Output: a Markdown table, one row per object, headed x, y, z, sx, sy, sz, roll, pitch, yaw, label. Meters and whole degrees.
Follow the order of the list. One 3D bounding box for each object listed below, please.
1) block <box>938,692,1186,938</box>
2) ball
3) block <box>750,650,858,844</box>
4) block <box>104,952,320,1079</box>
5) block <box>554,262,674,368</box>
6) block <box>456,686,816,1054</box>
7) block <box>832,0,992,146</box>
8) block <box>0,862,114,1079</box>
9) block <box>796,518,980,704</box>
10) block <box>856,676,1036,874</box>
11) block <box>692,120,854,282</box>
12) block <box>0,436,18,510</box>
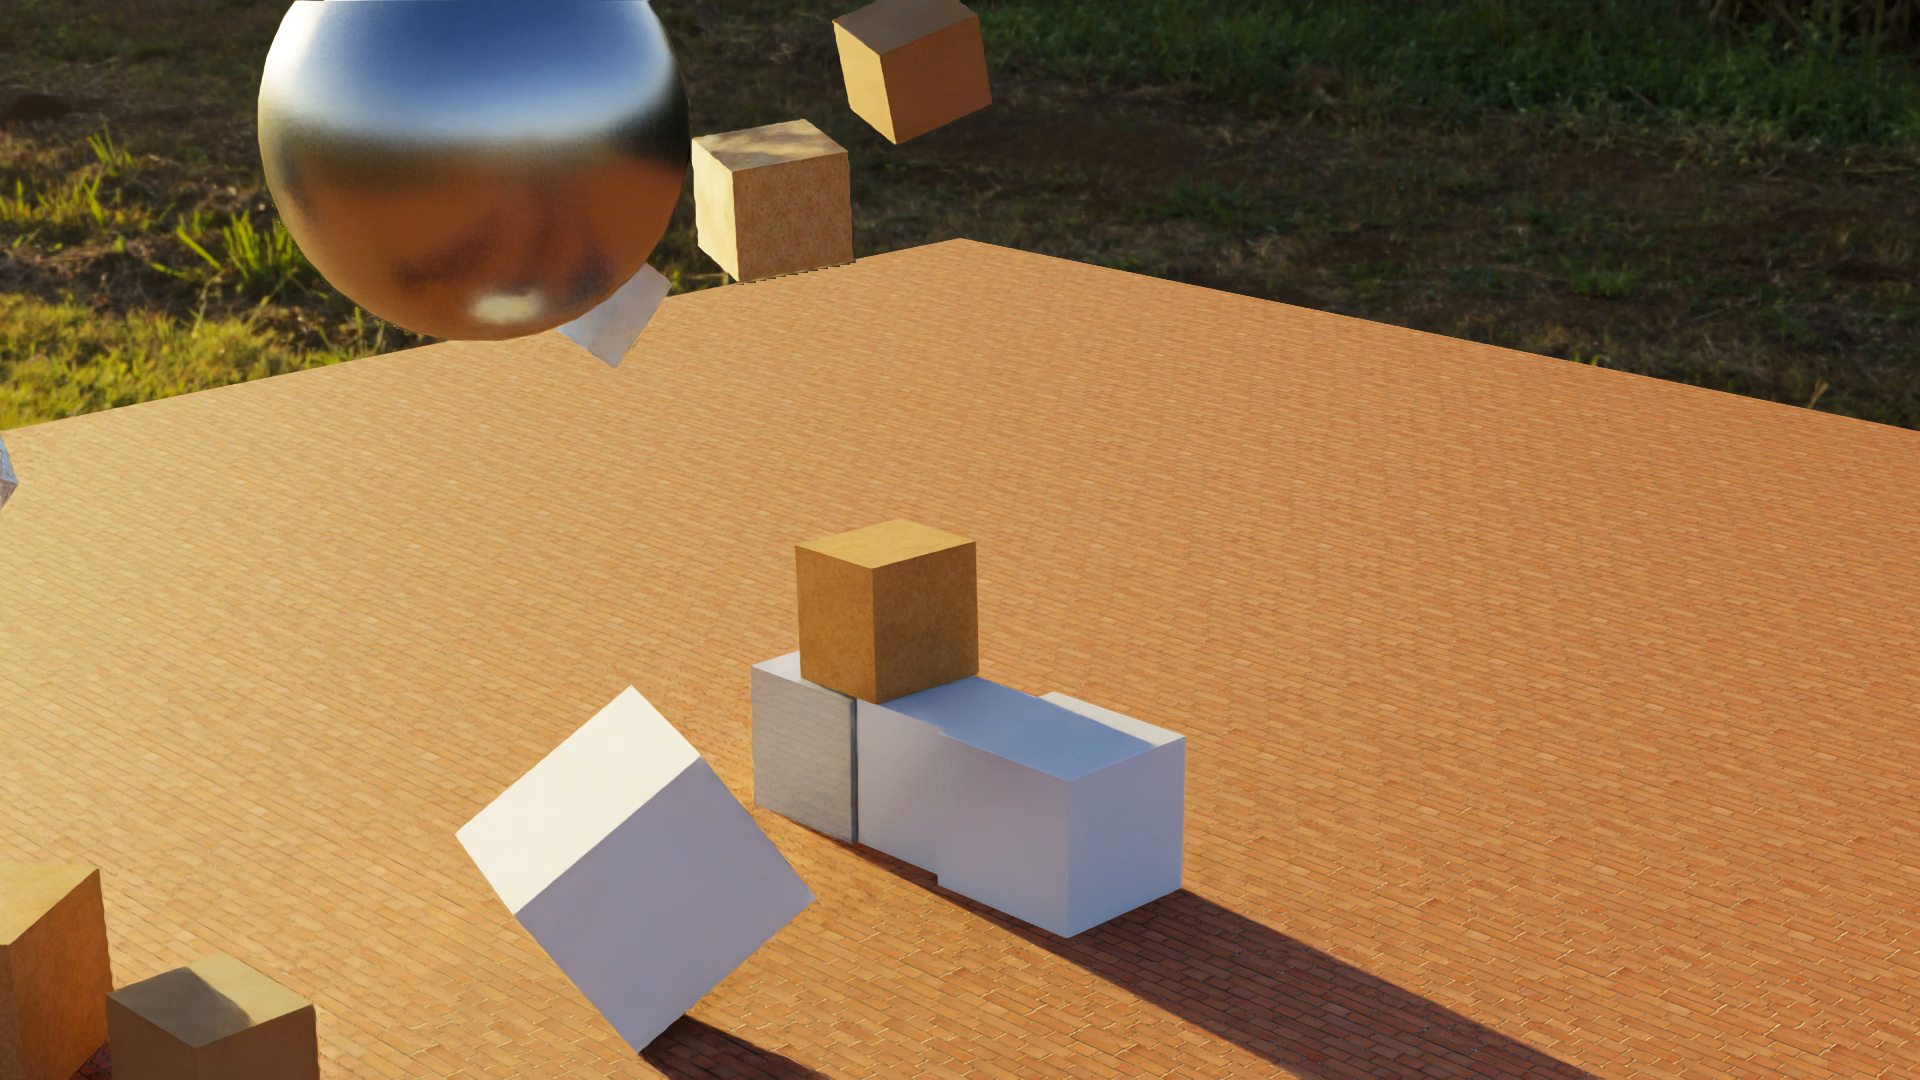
| x | y | z | sx | sy | sz | roll | pitch | yaw | label |
| --- | --- | --- | --- | --- | --- | --- | --- | --- | --- |
| 0.454 | 1.223 | 13.222 | 0.763 | 0.738 | 0.806 | -17 | 24 | -42 | block |
| -1.805 | -1.541 | 10.965 | 1.600 | 1.600 | 1.600 | 0 | 17 | 0 | ball |
| -0.514 | 0.944 | 14.152 | 0.683 | 0.713 | 0.699 | -17 | 24 | -42 | block |
| -2.809 | 1.990 | 11.055 | 0.626 | 0.575 | 0.507 | 16 | 24 | 42 | block |
| -1.626 | -1.101 | 12.615 | 0.532 | 0.449 | 0.448 | 34 | -1 | 11 | block |
| -1.336 | 1.336 | 12.027 | 0.952 | 0.850 | 0.872 | -40 | 28 | -9 | block |
| -0.212 | -2.146 | 13.166 | 0.504 | 0.459 | 0.440 | -26 | 41 | -18 | block |
| -3.905 | 1.746 | 11.561 | 0.813 | 0.718 | 0.742 | 2 | 17 | 10 | block |
| -0.340 | 0.328 | 13.799 | 0.632 | 0.654 | 0.562 | -15 | 21 | -39 | block |
| -0.058 | 1.077 | 13.704 | 0.593 | 0.728 | 0.594 | -17 | 24 | -42 | block |
| -0.833 | -1.510 | 12.996 | 0.544 | 0.508 | 0.502 | -13 | 29 | -22 | block |
| -4.142 | -0.244 | 11.453 | 0.580 | 0.582 | 0.525 | 22 | 25 | -44 | block |
